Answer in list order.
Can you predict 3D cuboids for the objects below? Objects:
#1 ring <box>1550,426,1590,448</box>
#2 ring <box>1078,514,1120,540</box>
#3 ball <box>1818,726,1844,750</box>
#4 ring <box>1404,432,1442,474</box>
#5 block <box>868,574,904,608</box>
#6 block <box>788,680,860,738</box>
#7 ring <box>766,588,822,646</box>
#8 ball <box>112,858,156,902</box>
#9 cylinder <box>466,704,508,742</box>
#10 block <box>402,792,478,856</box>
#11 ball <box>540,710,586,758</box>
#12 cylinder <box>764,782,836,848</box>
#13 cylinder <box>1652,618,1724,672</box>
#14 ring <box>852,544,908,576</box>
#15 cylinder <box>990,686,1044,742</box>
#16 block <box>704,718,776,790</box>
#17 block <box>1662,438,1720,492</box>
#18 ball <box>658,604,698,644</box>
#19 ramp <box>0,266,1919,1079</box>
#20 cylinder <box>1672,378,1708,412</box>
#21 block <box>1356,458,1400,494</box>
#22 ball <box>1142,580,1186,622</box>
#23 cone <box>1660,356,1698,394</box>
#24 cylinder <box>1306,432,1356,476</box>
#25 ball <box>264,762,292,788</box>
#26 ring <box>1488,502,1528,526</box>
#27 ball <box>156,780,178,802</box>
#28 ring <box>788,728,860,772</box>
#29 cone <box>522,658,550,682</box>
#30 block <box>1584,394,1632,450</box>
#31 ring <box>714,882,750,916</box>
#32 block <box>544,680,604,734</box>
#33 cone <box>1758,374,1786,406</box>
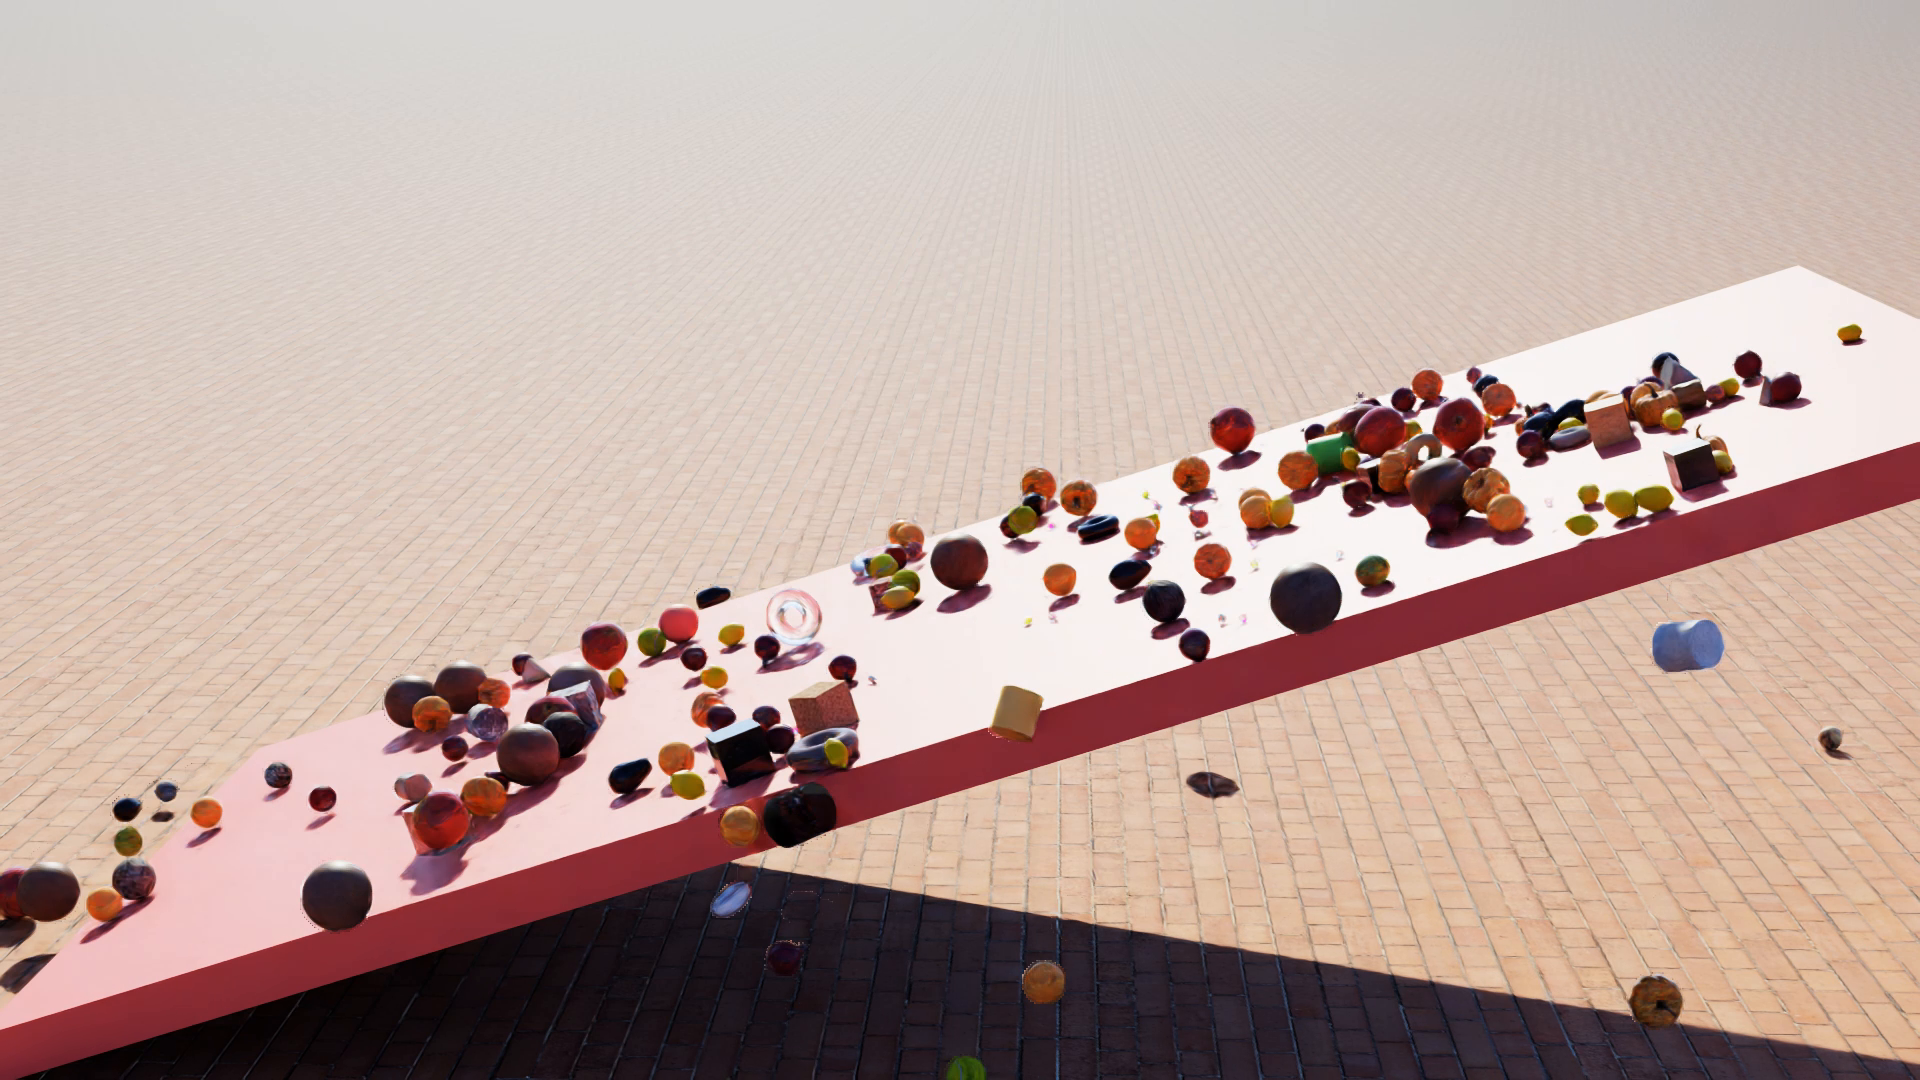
[{"bbox_3d":[1.248,-0.210,6.016,0.083,0.028,0.083,-17,9,3],"label":"ring"},{"bbox_3d":[0.314,-0.029,6.664,0.101,0.034,0.101,-19,11,4],"label":"ring"},{"bbox_3d":[2.311,0.525,7.804,0.063,0.063,0.063,0,12,0],"label":"ball"},{"bbox_3d":[0.974,-0.182,6.182,0.090,0.090,0.030,-5,17,-24],"label":"ring"},{"bbox_3d":[-0.169,0.117,6.680,0.054,0.054,0.054,-15,11,19],"label":"block"},{"bbox_3d":[-0.263,0.328,5.677,0.085,0.085,0.085,-28,14,-41],"label":"block"},{"bbox_3d":[-0.369,0.172,6.525,0.131,0.131,0.044,4,6,19],"label":"ring"},{"bbox_3d":[-1.741,0.715,6.196,0.091,0.091,0.091,0,12,0],"label":"ball"},{"bbox_3d":[-1.066,0.412,6.625,0.079,0.079,0.079,-5,4,-24],"label":"cylinder"},{"bbox_3d":[-1.021,0.558,5.770,0.092,0.092,0.092,-26,13,-34],"label":"block"},{"bbox_3d":[-0.834,0.409,6.182,0.099,0.099,0.099,0,12,0],"label":"ball"},{"bbox_3d":[-0.287,0.494,5.284,0.093,0.093,0.093,-26,-4,34],"label":"cylinder"},{"bbox_3d":[1.250,0.182,5.051,0.085,0.085,0.085,-8,-2,-35],"label":"cylinder"},{"bbox_3d":[-0.194,0.050,7.091,0.144,0.048,0.144,-17,11,3],"label":"ring"},{"bbox_3d":[0.103,0.312,5.277,0.078,0.078,0.078,15,-16,5],"label":"cylinder"},{"bbox_3d":[-0.413,0.401,5.534,0.093,0.093,0.093,-21,11,-14],"label":"block"},{"bbox_3d":[1.336,-0.138,5.375,0.070,0.070,0.070,-18,10,0],"label":"block"},{"bbox_3d":[-0.670,0.199,7.005,0.095,0.095,0.095,0,12,0],"label":"ball"},{"bbox_3d":[0.102,0.182,6.309,4.000,0.100,2.000,-17,11,5],"label":"ramp"},{"bbox_3d":[1.480,-0.293,5.968,0.055,0.055,0.055,-17,10,7],"label":"cylinder"},{"bbox_3d":[0.877,-0.134,6.174,0.059,0.059,0.059,-20,11,-11],"label":"block"},{"bbox_3d":[0.392,0.117,5.646,0.082,0.082,0.082,0,12,0],"label":"ball"},{"bbox_3d":[1.526,-0.342,6.197,0.079,0.079,0.079,8,11,-4],"label":"cone"},{"bbox_3d":[0.820,-0.190,6.493,0.082,0.082,0.082,-13,5,28],"label":"cylinder"},{"bbox_3d":[-1.591,0.549,6.868,0.064,0.064,0.064,0,12,0],"label":"ball"},{"bbox_3d":[1.032,-0.047,5.544,0.081,0.027,0.081,-21,7,3],"label":"ring"},{"bbox_3d":[-1.962,0.621,7.271,0.054,0.054,0.054,0,12,0],"label":"ball"},{"bbox_3d":[-0.254,0.389,5.452,0.141,0.047,0.141,-17,12,4],"label":"ring"},{"bbox_3d":[-1.018,0.324,7.142,0.064,0.064,0.064,15,15,12],"label":"cone"},{"bbox_3d":[1.305,-0.238,5.923,0.078,0.078,0.078,-16,11,14],"label":"block"},{"bbox_3d":[-0.414,0.650,5.325,0.078,0.026,0.078,-34,15,11],"label":"ring"},{"bbox_3d":[-0.840,0.374,6.405,0.093,0.093,0.093,-18,10,2],"label":"block"},{"bbox_3d":[1.596,-0.301,5.805,0.057,0.057,0.057,-18,10,3],"label":"cone"}]
